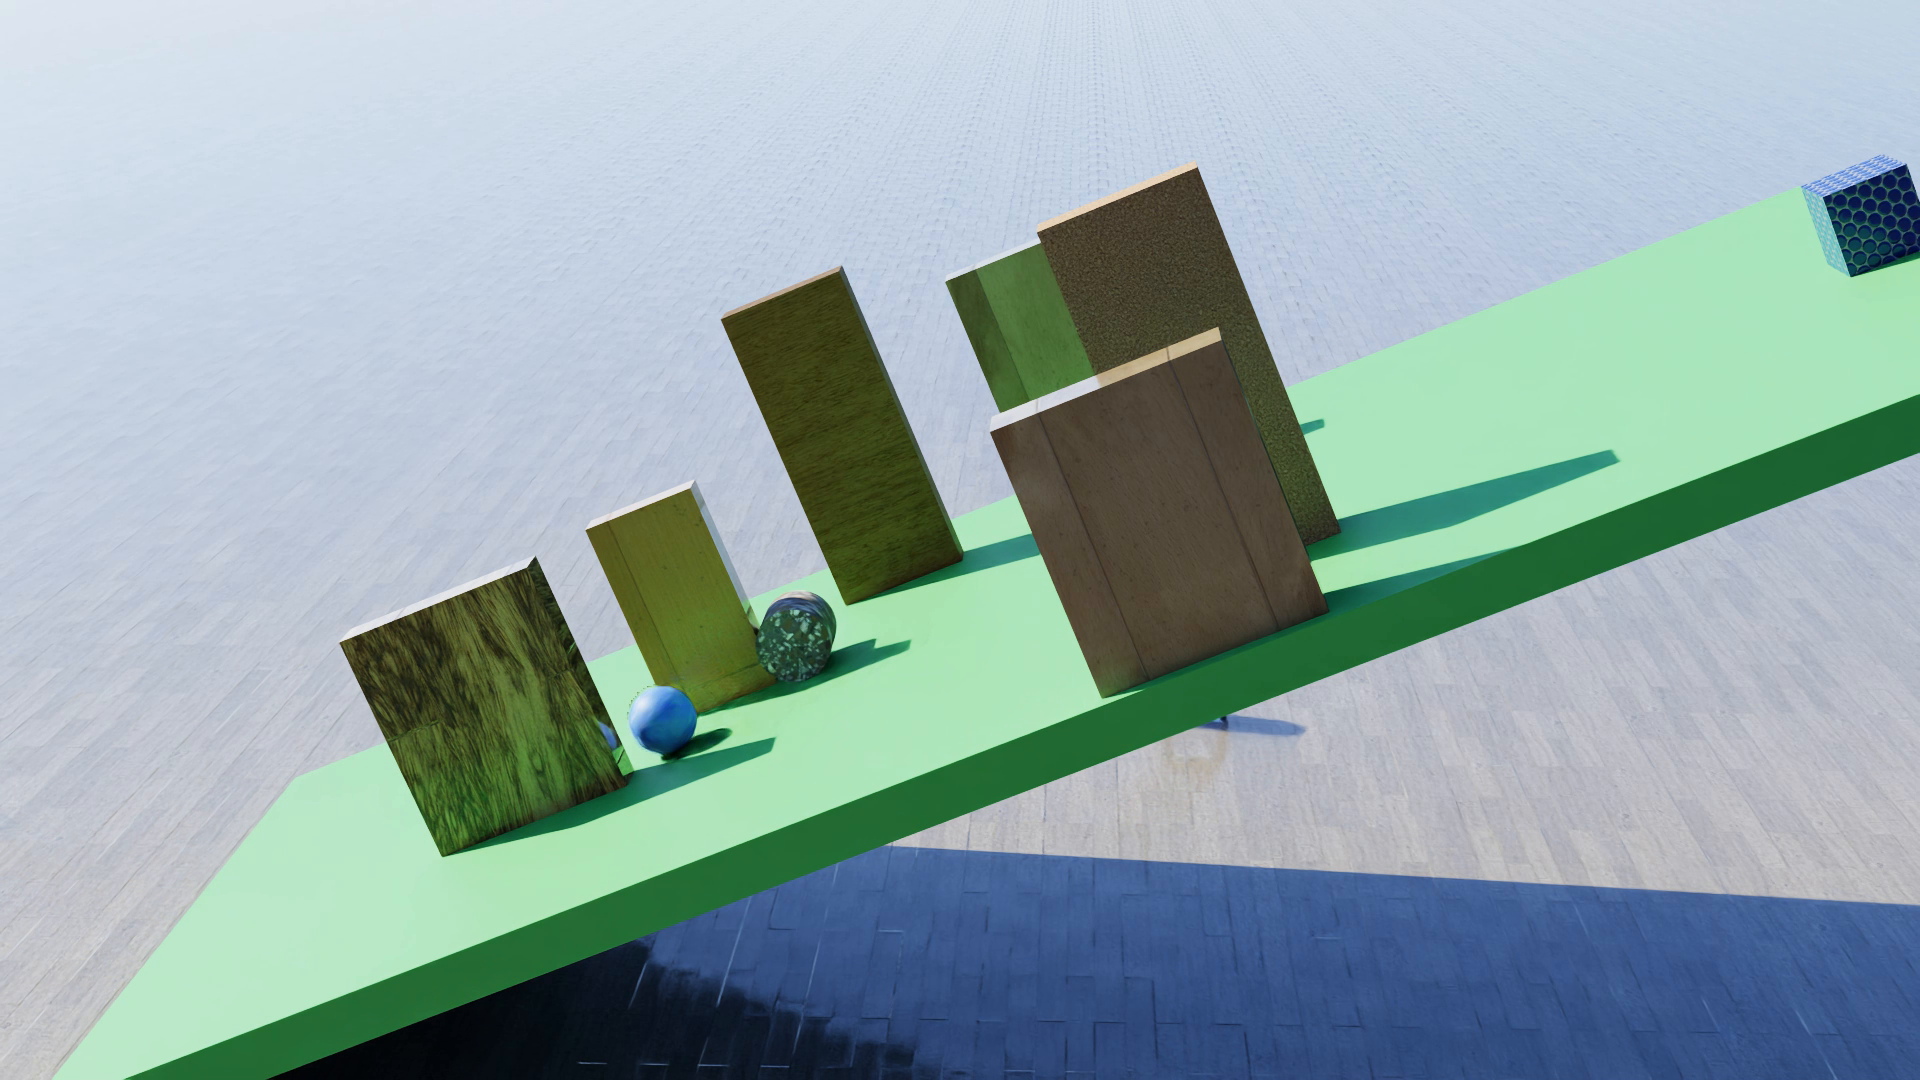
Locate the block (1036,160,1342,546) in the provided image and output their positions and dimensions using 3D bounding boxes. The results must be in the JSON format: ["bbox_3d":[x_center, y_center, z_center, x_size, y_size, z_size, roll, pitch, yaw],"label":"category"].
[{"bbox_3d":[0.447,-0.314,5.722,0.328,0.768,0.109,-21,12,8],"label":"block"}]

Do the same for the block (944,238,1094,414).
[{"bbox_3d":[0.210,-0.385,6.853,0.277,0.601,0.093,-21,12,8],"label":"block"}]

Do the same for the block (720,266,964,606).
[{"bbox_3d":[-0.268,-0.238,6.787,0.294,0.729,0.088,-21,12,8],"label":"block"}]

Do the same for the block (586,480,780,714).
[{"bbox_3d":[-0.602,0.135,6.416,0.248,0.471,0.084,-21,12,8],"label":"block"}]

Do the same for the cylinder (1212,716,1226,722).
[{"bbox_3d":[0.674,0.434,8.272,0.147,0.147,0.147,4,15,17],"label":"cylinder"}]

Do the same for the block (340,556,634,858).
[{"bbox_3d":[-0.981,0.348,6.117,0.427,0.504,0.100,-21,12,8],"label":"block"}]

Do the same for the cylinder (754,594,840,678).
[{"bbox_3d":[-0.355,0.208,6.391,0.162,0.162,0.162,2,7,7],"label":"cylinder"}]

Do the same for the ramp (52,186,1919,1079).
[{"bbox_3d":[0.126,0.172,6.288,4.000,0.100,2.000,-21,12,8],"label":"ramp"}]

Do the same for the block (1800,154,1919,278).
[{"bbox_3d":[1.867,-0.669,6.057,0.178,0.178,0.178,-22,12,7],"label":"block"}]

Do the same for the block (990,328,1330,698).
[{"bbox_3d":[0.360,-0.047,5.299,0.439,0.533,0.132,-21,12,8],"label":"block"}]

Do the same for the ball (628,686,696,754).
[{"bbox_3d":[-0.626,0.379,6.197,0.143,0.143,0.143,0,14,0],"label":"ball"}]
